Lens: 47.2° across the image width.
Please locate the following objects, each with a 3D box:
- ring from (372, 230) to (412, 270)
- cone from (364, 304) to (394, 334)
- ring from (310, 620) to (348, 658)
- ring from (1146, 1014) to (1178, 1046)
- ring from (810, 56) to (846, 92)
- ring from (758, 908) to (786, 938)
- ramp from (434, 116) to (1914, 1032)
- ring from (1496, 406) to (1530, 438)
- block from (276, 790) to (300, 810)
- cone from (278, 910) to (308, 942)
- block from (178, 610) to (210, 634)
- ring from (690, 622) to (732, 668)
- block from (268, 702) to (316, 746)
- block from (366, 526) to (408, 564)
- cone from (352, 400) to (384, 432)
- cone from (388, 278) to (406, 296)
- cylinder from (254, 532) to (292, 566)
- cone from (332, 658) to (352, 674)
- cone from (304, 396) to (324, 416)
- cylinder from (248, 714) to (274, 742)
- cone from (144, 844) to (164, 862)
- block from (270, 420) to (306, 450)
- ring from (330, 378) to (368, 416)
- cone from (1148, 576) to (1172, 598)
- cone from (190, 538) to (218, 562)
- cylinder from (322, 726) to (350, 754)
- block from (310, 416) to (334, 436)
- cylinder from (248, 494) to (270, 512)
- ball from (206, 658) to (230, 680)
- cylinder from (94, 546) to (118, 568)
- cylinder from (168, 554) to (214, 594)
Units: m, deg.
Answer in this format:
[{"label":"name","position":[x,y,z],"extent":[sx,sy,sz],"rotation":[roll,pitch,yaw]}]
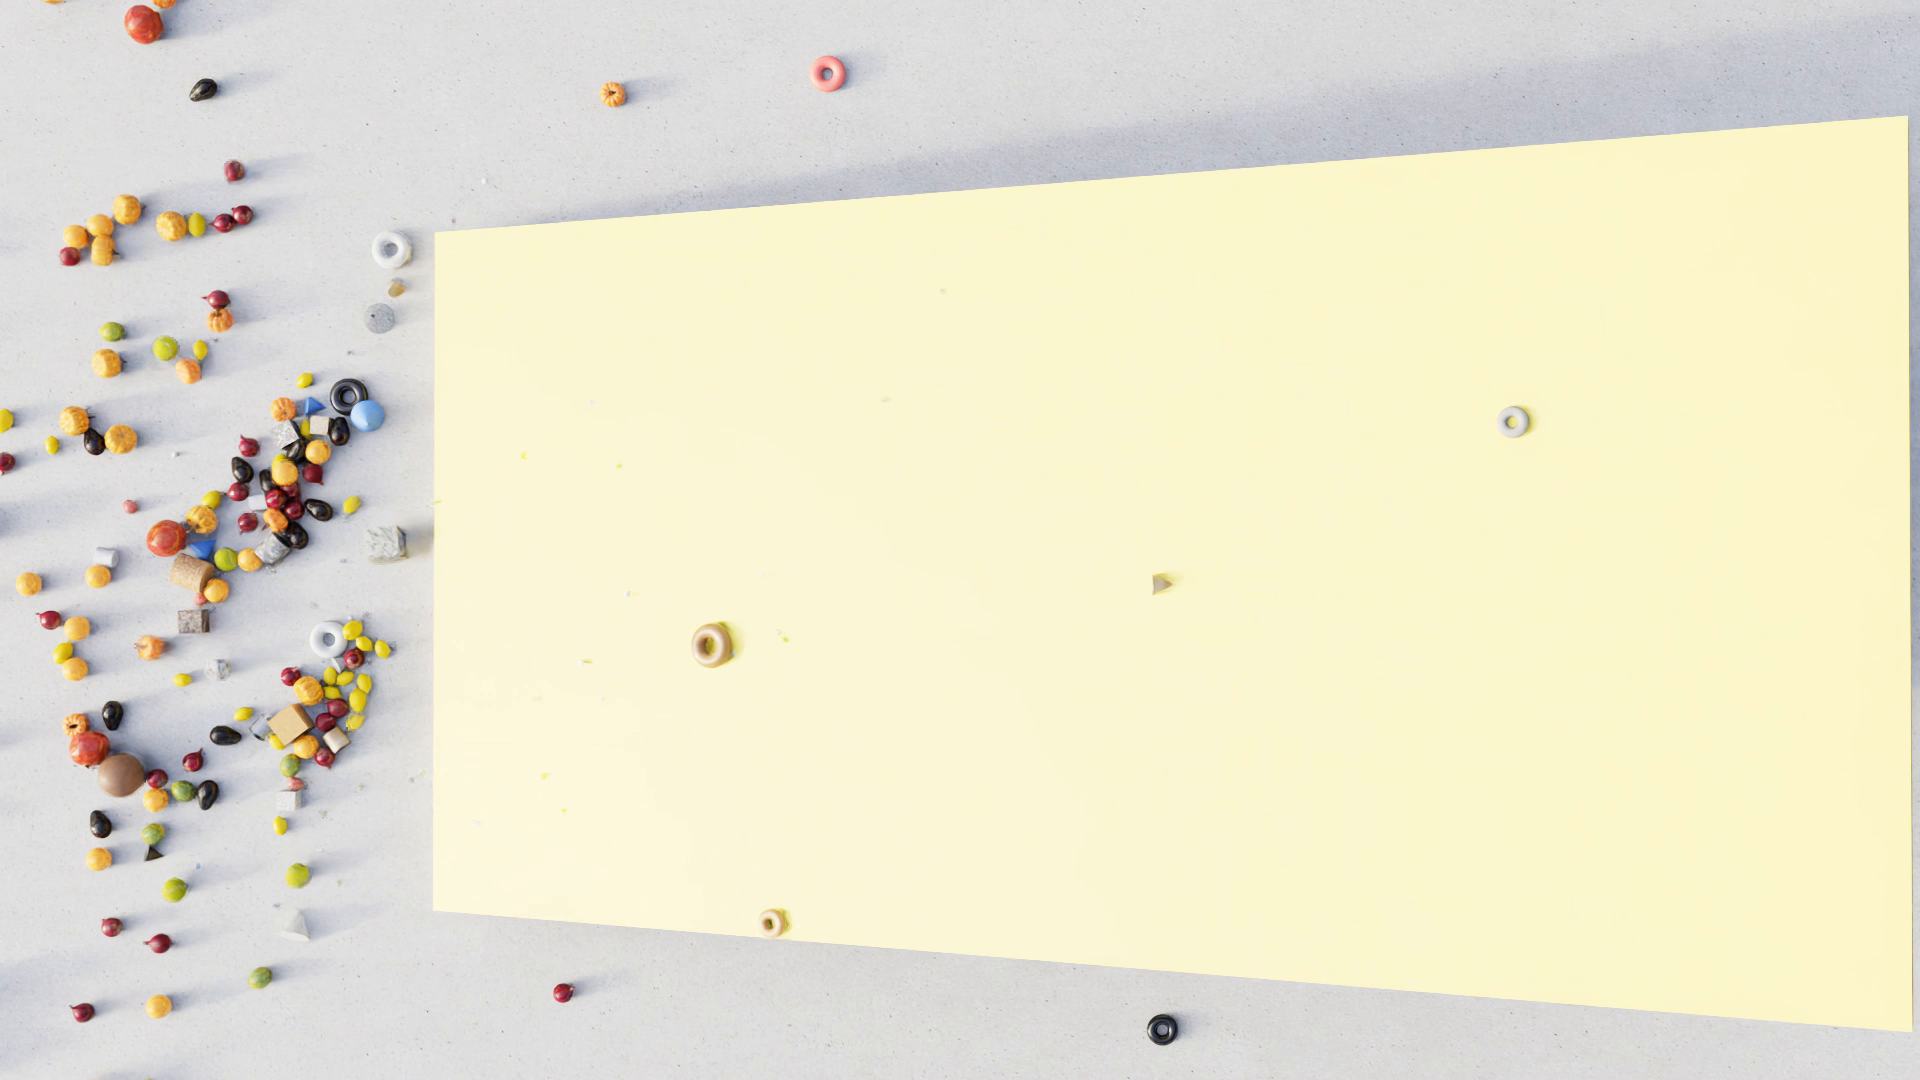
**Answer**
[{"label":"ring","position":[-1.697,-0.868,6.572],"extent":[0.121,0.040,0.121],"rotation":[0,89,1]},{"label":"cone","position":[-1.740,-0.664,6.543],"extent":[0.094,0.094,0.094],"rotation":[0,89,0]},{"label":"ring","position":[-1.881,0.297,6.560],"extent":[0.116,0.039,0.116],"rotation":[0,88,1]},{"label":"ring","position":[0.603,1.459,6.550],"extent":[0.094,0.031,0.094],"rotation":[0,88,0]},{"label":"ring","position":[-0.396,-1.395,6.580],"extent":[0.110,0.037,0.110],"rotation":[0,90,1]},{"label":"ring","position":[-0.512,1.044,5.980],"extent":[0.082,0.027,0.082],"rotation":[0,90,24]},{"label":"ramp","position":[0.282,0.082,5.691],"extent":[4.000,0.100,2.000],"rotation":[0,89,25]},{"label":"ring","position":[1.296,-0.276,5.153],"extent":[0.077,0.026,0.077],"rotation":[-1,88,26]},{"label":"block","position":[-1.999,0.775,6.546],"extent":[0.055,0.055,0.055],"rotation":[1,89,0]},{"label":"cone","position":[-1.974,1.139,6.549],"extent":[0.089,0.089,0.089],"rotation":[6,63,0]},{"label":"block","position":[-2.281,0.243,6.545],"extent":[0.069,0.069,0.069],"rotation":[-2,89,0]},{"label":"ring","position":[-0.686,0.291,6.061],"extent":[0.127,0.042,0.127],"rotation":[-1,88,26]},{"label":"block","position":[-1.984,0.547,6.532],"extent":[0.087,0.087,0.087],"rotation":[-37,89,0]},{"label":"block","position":[-1.702,0.014,6.530],"extent":[0.090,0.090,0.090],"rotation":[-7,81,1]},{"label":"cone","position":[-1.757,-0.355,6.522],"extent":[0.098,0.098,0.098],"rotation":[-4,109,-13]},{"label":"cone","position":[-1.695,-0.765,6.579],"extent":[0.053,0.053,0.053],"rotation":[-35,63,0]},{"label":"cylinder","position":[-2.044,0.028,6.544],"extent":[0.075,0.075,0.075],"rotation":[43,90,0]},{"label":"cone","position":[-1.839,0.363,6.566],"extent":[0.054,0.054,0.054],"rotation":[-28,89,-27]},{"label":"cone","position":[-1.923,-0.398,6.573],"extent":[0.060,0.060,0.060],"rotation":[6,89,-27]},{"label":"cylinder","position":[-2.074,0.558,6.546],"extent":[0.059,0.059,0.059],"rotation":[42,90,0]},{"label":"cone","position":[-2.400,0.939,6.559],"extent":[0.054,0.054,0.054],"rotation":[16,89,-26]},{"label":"block","position":[-2.004,-0.313,6.553],"extent":[0.065,0.065,0.065],"rotation":[-30,89,0]},{"label":"ring","position":[-1.825,-0.427,6.568],"extent":[0.115,0.038,0.115],"rotation":[0,89,-1]},{"label":"cone","position":[0.510,0.112,5.515],"extent":[0.057,0.057,0.057],"rotation":[-12,89,-21]},{"label":"cone","position":[-2.246,0.017,6.566],"extent":[0.071,0.071,0.071],"rotation":[47,63,0]},{"label":"cylinder","position":[-1.855,0.595,6.546],"extent":[0.059,0.059,0.059],"rotation":[-37,89,0]},{"label":"block","position":[-1.904,-0.341,6.560],"extent":[0.052,0.052,0.052],"rotation":[6,89,0]},{"label":"cylinder","position":[-2.089,-0.112,6.558],"extent":[0.050,0.050,0.050],"rotation":[-10,89,0]},{"label":"ball","position":[-2.209,0.384,6.545],"extent":[0.065,0.065,0.065],"rotation":[0,89,0]},{"label":"cylinder","position":[-2.545,0.051,6.555],"extent":[0.053,0.053,0.053],"rotation":[11,89,0]},{"label":"cylinder","position":[-2.282,0.099,6.533],"extent":[0.095,0.095,0.095],"rotation":[20,89,0]}]
